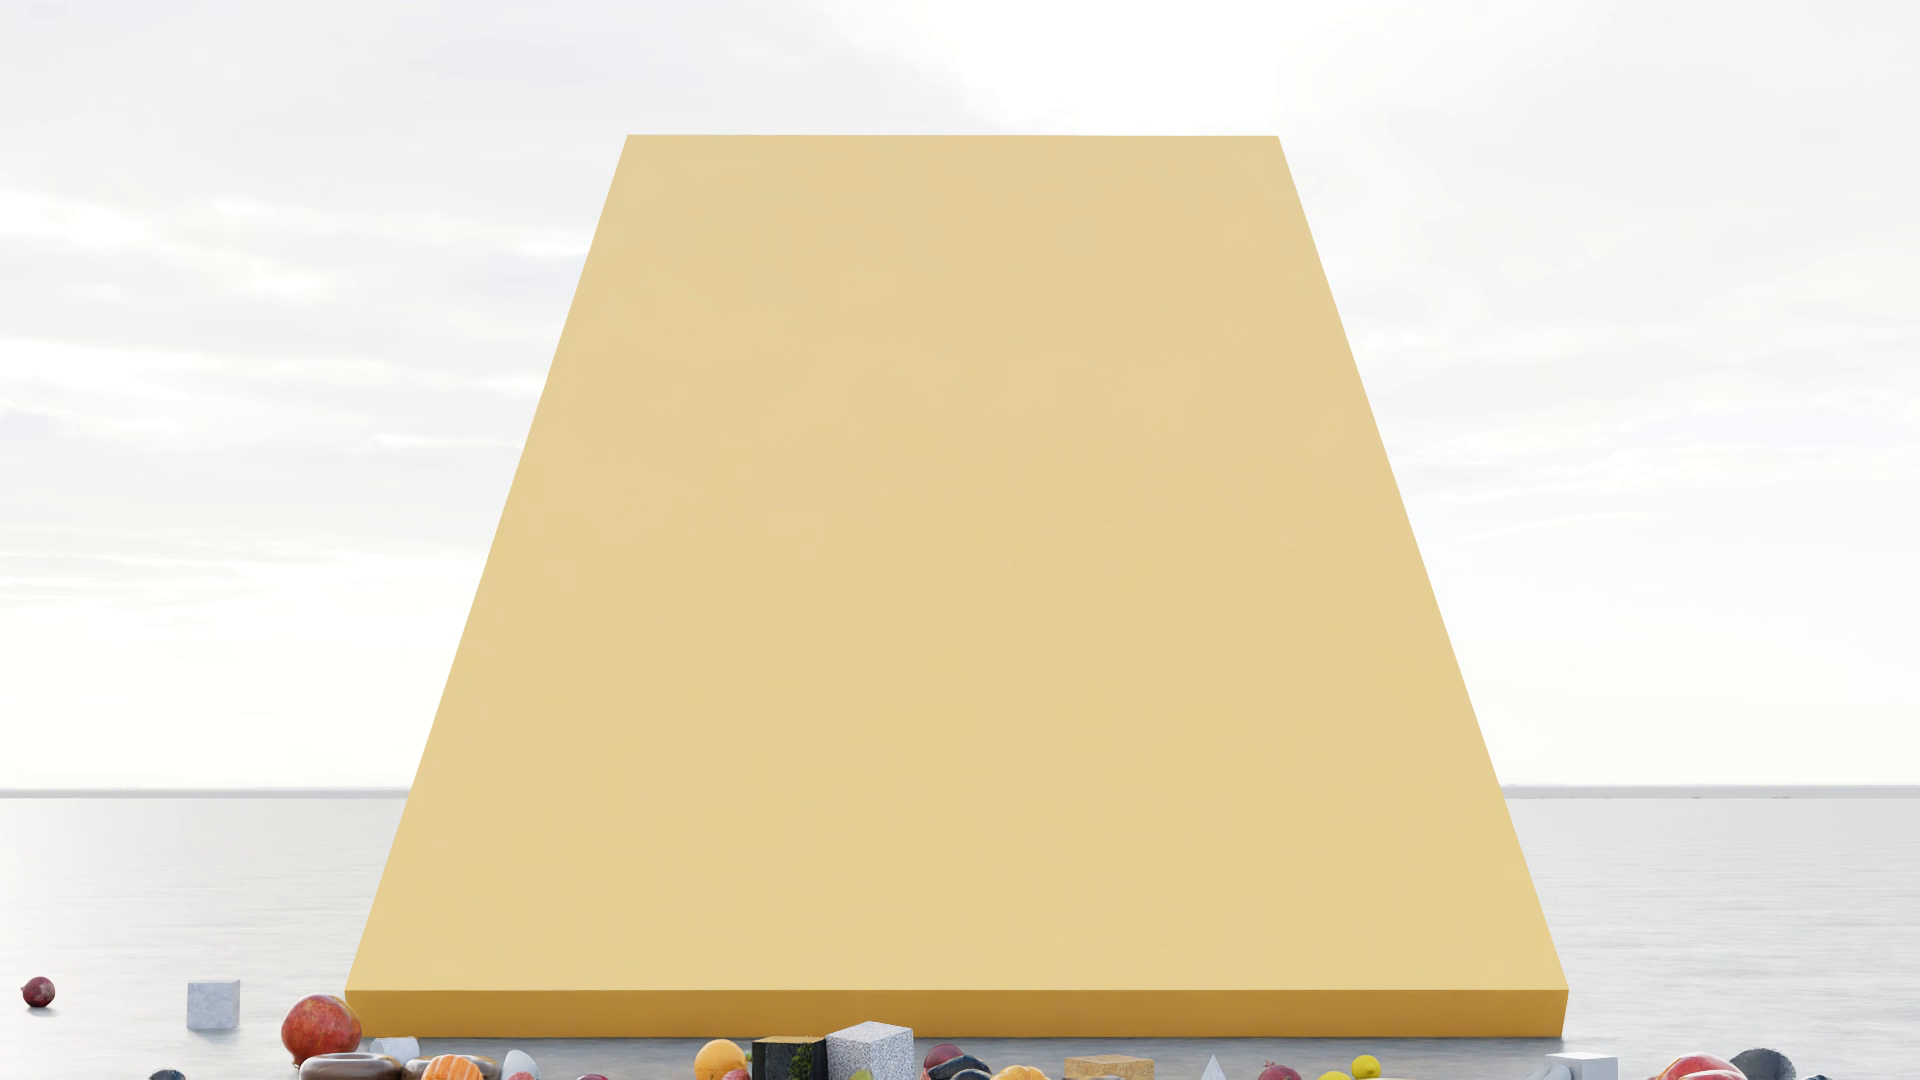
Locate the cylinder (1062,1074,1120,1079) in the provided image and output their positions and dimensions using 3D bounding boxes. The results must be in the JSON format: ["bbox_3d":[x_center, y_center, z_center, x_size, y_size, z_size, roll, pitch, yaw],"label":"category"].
[{"bbox_3d":[0.155,0.669,2.855,0.067,0.067,0.067,4,-7,-34],"label":"cylinder"}]

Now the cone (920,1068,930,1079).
[{"bbox_3d":[-0.043,0.678,2.940,0.068,0.068,0.068,0,-6,0],"label":"cone"}]

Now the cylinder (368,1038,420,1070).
[{"bbox_3d":[-0.809,0.738,3.446,0.053,0.053,0.053,10,-11,-40],"label":"cylinder"}]

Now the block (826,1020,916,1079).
[{"bbox_3d":[-0.117,0.687,3.173,0.081,0.081,0.081,-1,4,43],"label":"block"}]

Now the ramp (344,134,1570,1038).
[{"bbox_3d":[-0.013,-0.212,5.698,2.000,0.100,4.000,0,30,0],"label":"ramp"}]

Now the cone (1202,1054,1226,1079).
[{"bbox_3d":[0.309,0.668,2.932,0.085,0.085,0.085,0,-6,0],"label":"cone"}]

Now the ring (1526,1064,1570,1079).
[{"bbox_3d":[0.742,0.698,3.074,0.083,0.028,0.083,-35,-5,-4],"label":"ring"}]

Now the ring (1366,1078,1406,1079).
[{"bbox_3d":[0.535,0.692,2.966,0.140,0.047,0.140,1,-5,0],"label":"ring"}]

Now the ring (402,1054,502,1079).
[{"bbox_3d":[-0.689,0.724,3.268,0.134,0.045,0.134,0,-7,0],"label":"ring"}]

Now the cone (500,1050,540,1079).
[{"bbox_3d":[-0.612,0.733,3.271,0.059,0.059,0.059,-4,19,34],"label":"cone"}]

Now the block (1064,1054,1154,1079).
[{"bbox_3d":[0.182,0.673,2.945,0.078,0.078,0.078,4,-7,-33],"label":"block"}]

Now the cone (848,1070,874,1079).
[{"bbox_3d":[-0.113,0.712,3.062,0.056,0.056,0.056,30,15,39],"label":"cone"}]

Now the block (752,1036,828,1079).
[{"bbox_3d":[-0.221,0.694,3.153,0.080,0.080,0.080,-2,-6,15],"label":"block"}]

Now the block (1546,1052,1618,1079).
[{"bbox_3d":[0.802,0.697,3.107,0.064,0.064,0.064,4,-7,-32],"label":"block"}]

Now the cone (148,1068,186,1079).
[{"bbox_3d":[-1.018,0.717,3.098,0.052,0.052,0.052,2,20,-22],"label":"cone"}]

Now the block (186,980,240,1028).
[{"bbox_3d":[-1.295,0.804,4.182,0.076,0.076,0.076,1,-6,-7],"label":"block"}]

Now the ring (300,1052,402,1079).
[{"bbox_3d":[-0.827,0.725,3.276,0.137,0.046,0.137,1,-7,0],"label":"ring"}]

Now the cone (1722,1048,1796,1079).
[{"bbox_3d":[1.003,0.698,3.002,0.092,0.092,0.092,-1,21,8],"label":"cone"}]
